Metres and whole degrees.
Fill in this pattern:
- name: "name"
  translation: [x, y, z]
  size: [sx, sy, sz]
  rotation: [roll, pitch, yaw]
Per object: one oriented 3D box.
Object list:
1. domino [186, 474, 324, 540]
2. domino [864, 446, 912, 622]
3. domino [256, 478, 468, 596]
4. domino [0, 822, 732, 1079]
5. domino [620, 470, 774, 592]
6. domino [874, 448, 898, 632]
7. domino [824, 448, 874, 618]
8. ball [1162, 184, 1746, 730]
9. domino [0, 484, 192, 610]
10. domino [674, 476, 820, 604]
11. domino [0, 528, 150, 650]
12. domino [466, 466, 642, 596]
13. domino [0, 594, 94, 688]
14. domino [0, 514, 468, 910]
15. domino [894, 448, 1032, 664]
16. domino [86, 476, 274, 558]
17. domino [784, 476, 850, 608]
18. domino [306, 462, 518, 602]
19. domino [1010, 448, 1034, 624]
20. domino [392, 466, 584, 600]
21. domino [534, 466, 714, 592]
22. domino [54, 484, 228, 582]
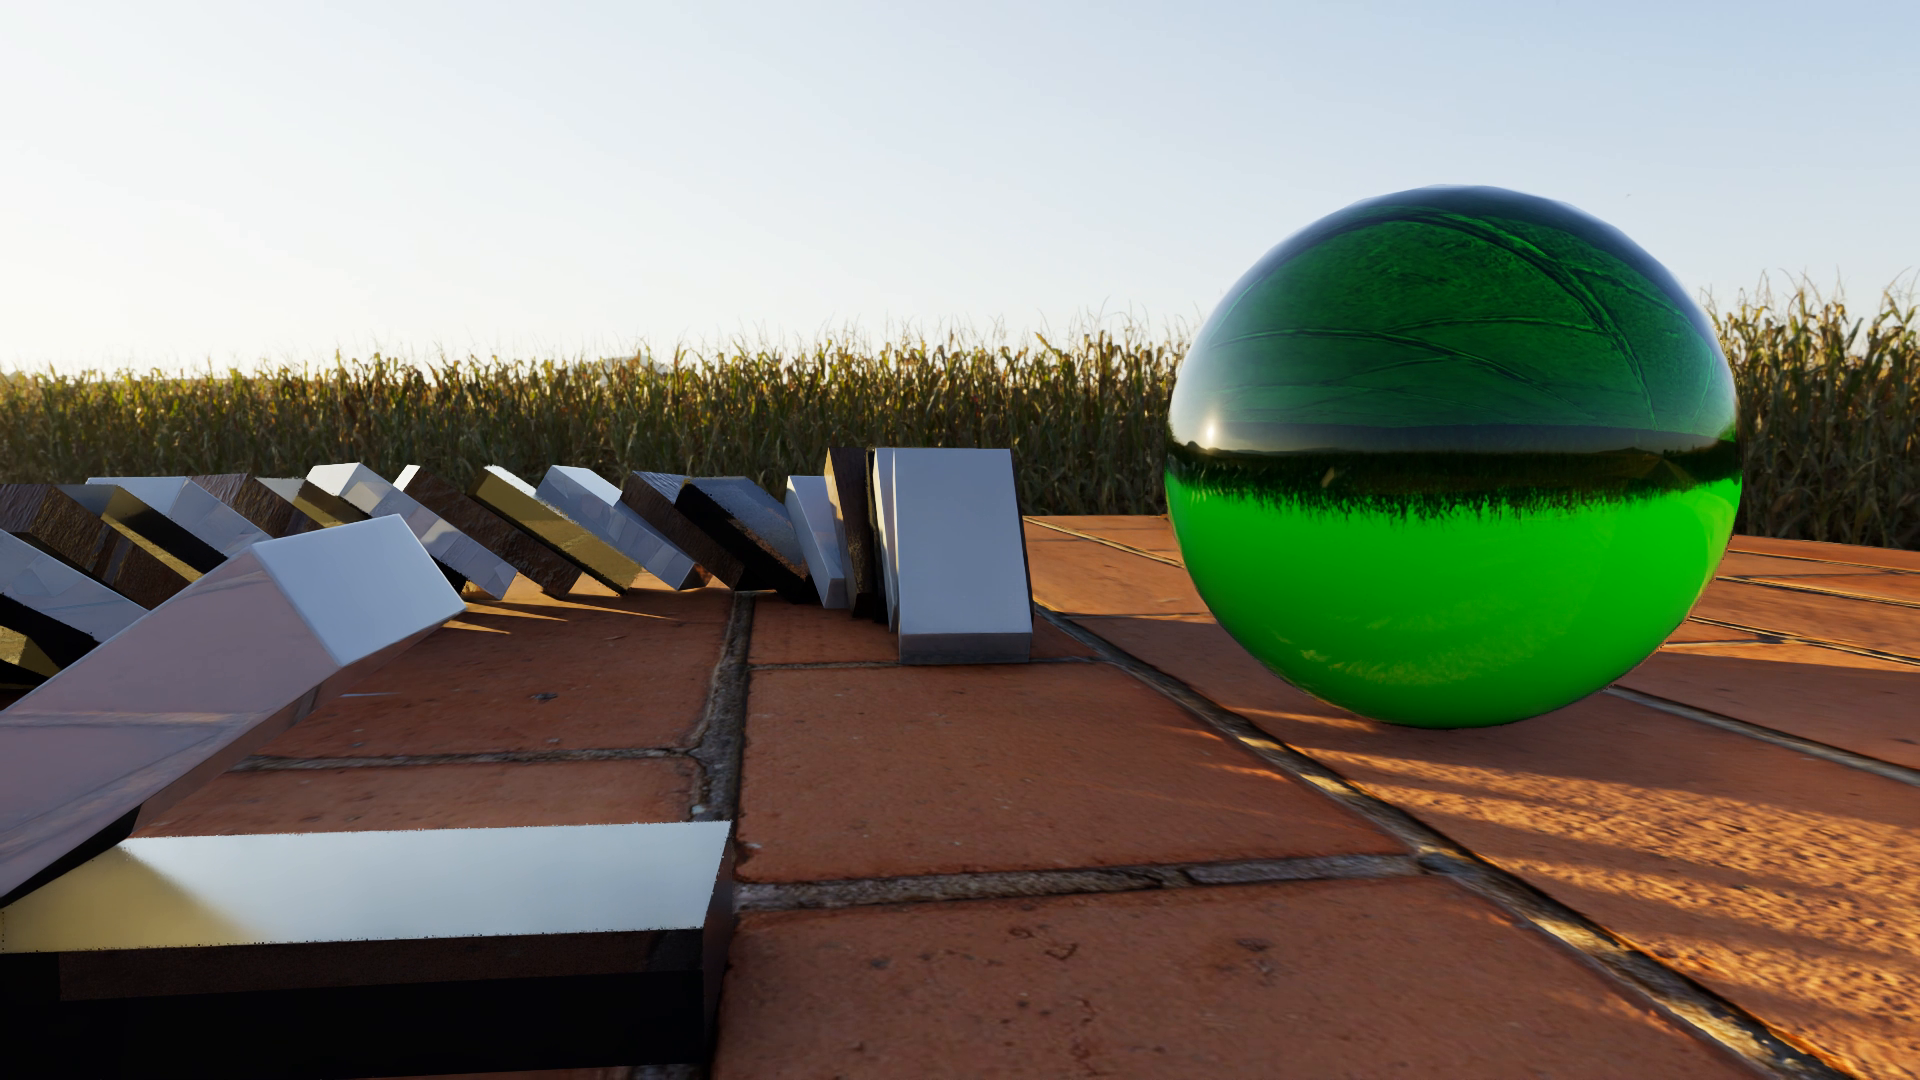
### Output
- name: "domino"
  translation: [-0.156, 0.002, 0.294]
  size: [0.025, 0.009, 0.050]
  rotation: [-1, -29, 19]
- name: "domino"
  translation: [-0.010, -0.002, 0.317]
  size: [0.025, 0.009, 0.050]
  rotation: [0, 48, -9]
- name: "domino"
  translation: [-0.149, 0.002, 0.315]
  size: [0.025, 0.010, 0.050]
  rotation: [3, -27, 32]
- name: "domino"
  translation: [-0.044, 0.031, 0.098]
  size: [0.050, 0.009, 0.025]
  rotation: [0, 4, -6]
- name: "domino"
  translation: [-0.073, -0.003, 0.373]
  size: [0.050, 0.009, 0.025]
  rotation: [35, 15, 25]
- name: "domino"
  translation: [-0.006, -0.001, 0.304]
  size: [0.025, 0.009, 0.050]
  rotation: [-1, 48, -10]
- name: "domino"
  translation: [-0.019, -0.003, 0.330]
  size: [0.025, 0.010, 0.050]
  rotation: [-1, 49, -16]
- name: "ball"
  translation: [0.071, -0.012, 0.192]
  size: [0.080, 0.080, 0.080]
  rotation: [0, 4, 0]
- name: "domino"
  translation: [-0.165, 0.007, 0.241]
  size: [0.025, 0.010, 0.050]
  rotation: [0, -29, 8]
- name: "domino"
  translation: [-0.054, -0.001, 0.359]
  size: [0.050, 0.010, 0.025]
  rotation: [36, 21, 25]
- name: "domino"
  translation: [-0.167, 0.010, 0.223]
  size: [0.025, 0.009, 0.050]
  rotation: [0, -25, 7]
- name: "domino"
  translation: [-0.114, -0.003, 0.364]
  size: [0.050, 0.009, 0.025]
  rotation: [34, -2, -11]
- name: "domino"
  translation: [-0.167, 0.012, 0.202]
  size: [0.025, 0.010, 0.050]
  rotation: [0, -22, 4]
- name: "domino"
  translation: [-0.063, 0.017, 0.093]
  size: [0.050, 0.009, 0.025]
  rotation: [-34, 7, 0]
- name: "domino"
  translation: [0.000, 0.002, 0.262]
  size: [0.025, 0.010, 0.050]
  rotation: [0, 48, -5]
- name: "domino"
  translation: [-0.160, 0.004, 0.277]
  size: [0.025, 0.010, 0.050]
  rotation: [0, -29, 16]
- name: "domino"
  translation: [-0.030, 0.000, 0.347]
  size: [0.025, 0.010, 0.050]
  rotation: [0, 33, -22]
- name: "domino"
  translation: [-0.142, -0.001, 0.331]
  size: [0.025, 0.009, 0.050]
  rotation: [0, -32, 40]
- name: "domino"
  translation: [0.002, 0.000, 0.290]
  size: [0.025, 0.010, 0.050]
  rotation: [0, 48, -5]
- name: "domino"
  translation: [-0.129, -0.002, 0.350]
  size: [0.050, 0.009, 0.025]
  rotation: [38, -15, -27]
- name: "domino"
  translation: [-0.095, -0.004, 0.372]
  size: [0.050, 0.009, 0.025]
  rotation: [33, 5, 6]
- name: "domino"
  translation: [-0.164, 0.006, 0.261]
  size: [0.025, 0.010, 0.050]
  rotation: [1, -28, 15]
